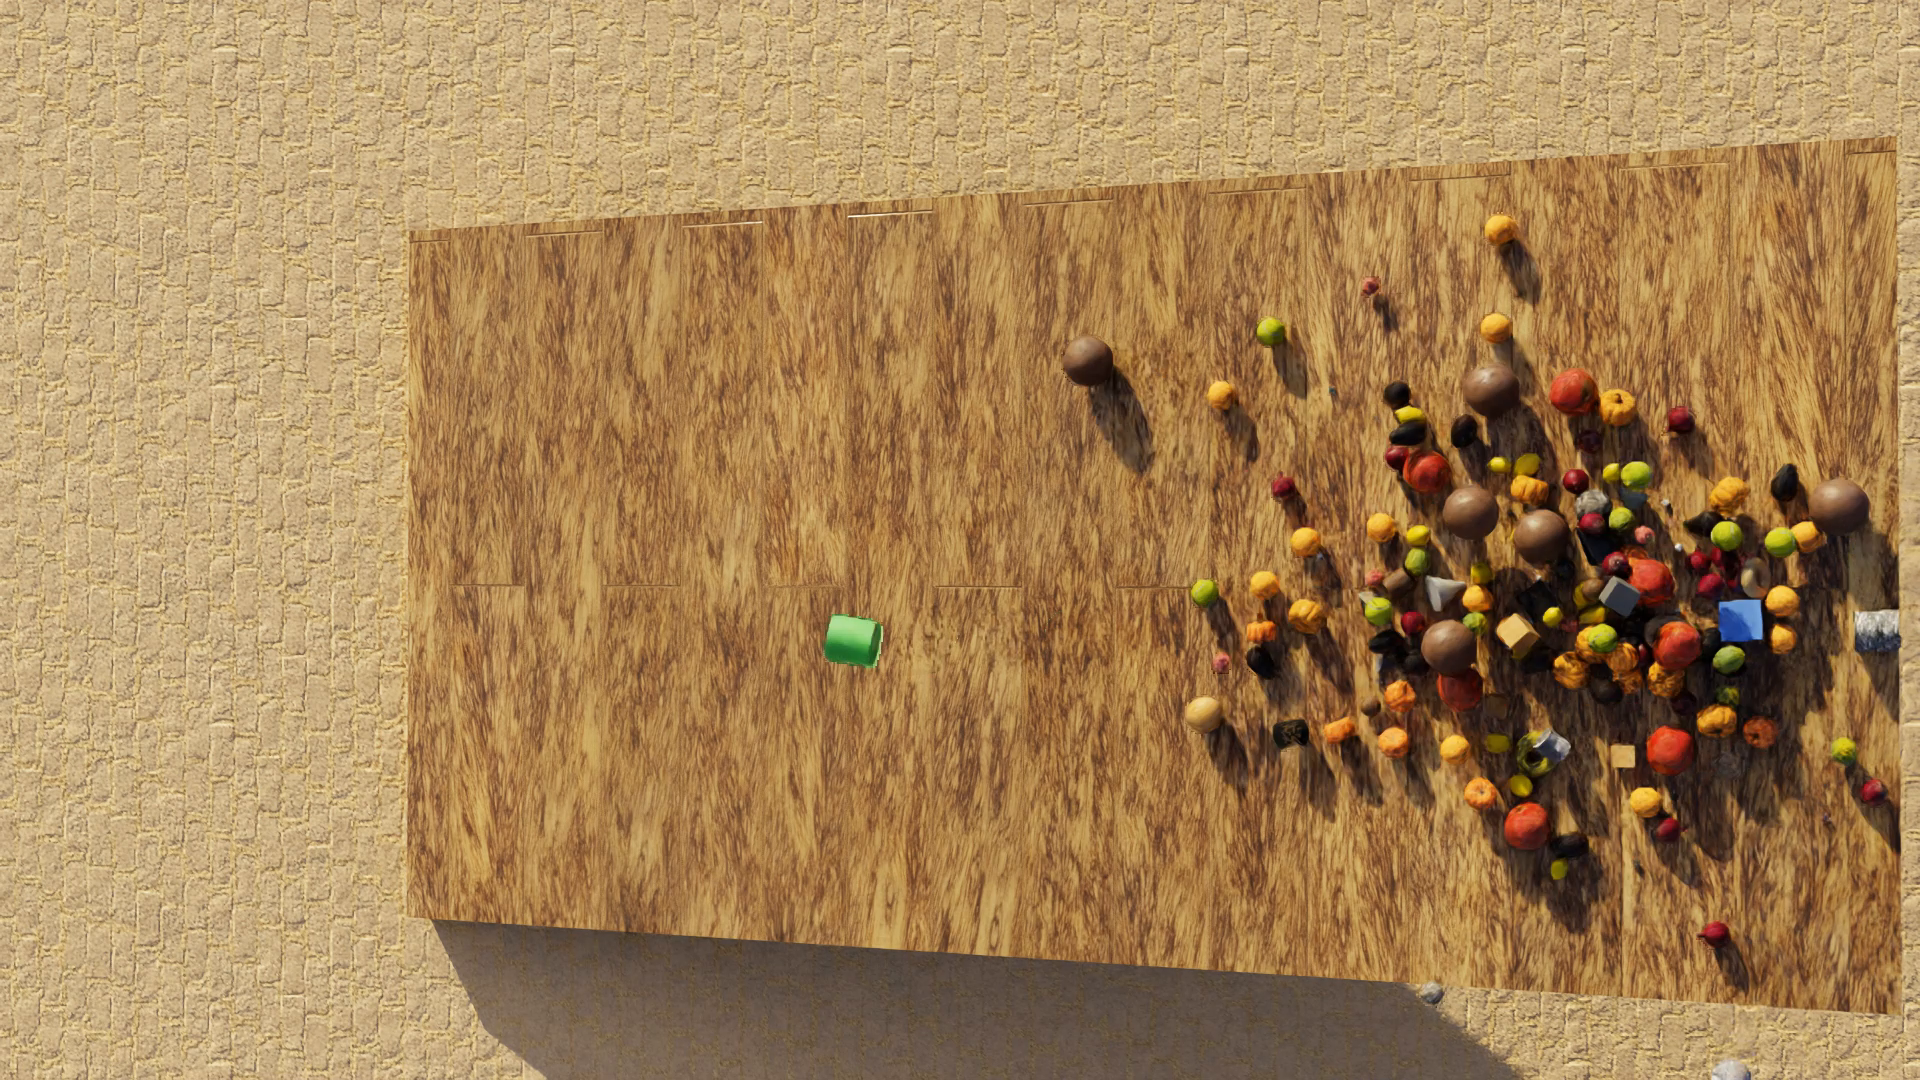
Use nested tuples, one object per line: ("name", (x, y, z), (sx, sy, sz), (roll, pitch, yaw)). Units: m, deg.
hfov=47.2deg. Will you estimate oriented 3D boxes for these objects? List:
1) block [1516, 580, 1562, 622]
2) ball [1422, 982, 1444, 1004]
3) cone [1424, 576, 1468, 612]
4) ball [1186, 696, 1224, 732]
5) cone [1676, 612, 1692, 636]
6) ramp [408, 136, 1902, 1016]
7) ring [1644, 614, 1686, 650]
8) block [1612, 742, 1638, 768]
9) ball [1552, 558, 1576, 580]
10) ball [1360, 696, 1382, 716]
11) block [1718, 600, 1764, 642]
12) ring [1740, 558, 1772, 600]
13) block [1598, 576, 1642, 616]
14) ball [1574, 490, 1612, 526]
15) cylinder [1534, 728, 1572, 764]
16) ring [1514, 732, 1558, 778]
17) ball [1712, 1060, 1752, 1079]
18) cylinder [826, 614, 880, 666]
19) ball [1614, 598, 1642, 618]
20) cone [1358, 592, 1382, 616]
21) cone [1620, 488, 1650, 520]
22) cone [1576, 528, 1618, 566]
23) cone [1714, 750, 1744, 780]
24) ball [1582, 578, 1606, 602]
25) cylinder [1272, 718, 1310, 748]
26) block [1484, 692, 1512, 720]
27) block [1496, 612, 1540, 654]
("block", (1.382, 0.145, 5.247), (0.073, 0.073, 0.073), (-39, 77, 16))
("ball", (1.147, 1.099, 5.333), (0.054, 0.054, 0.054), (0, 89, 0))
("cone", (1.189, 0.118, 5.336), (0.092, 0.092, 0.092), (-17, 89, -7))
("ball", (0.615, 0.438, 5.522), (0.091, 0.091, 0.091), (0, 89, 0))
("cone", (1.698, 0.206, 5.152), (0.054, 0.054, 0.054), (44, 89, -7))
("ramp", (0.281, 0.089, 5.753), (4.000, 0.100, 2.000), (0, 89, 21))
("ring", (1.643, 0.216, 5.126), (0.098, 0.033, 0.098), (3, 123, 5))
("block", (1.566, 0.507, 5.183), (0.052, 0.052, 0.052), (-5, 88, 22))
("ball", (1.436, 0.069, 5.221), (0.054, 0.054, 0.054), (0, 89, 0))
("ball", (1.008, 0.408, 5.395), (0.051, 0.051, 0.051), (0, 89, 0))
("block", (1.803, 0.186, 5.078), (0.092, 0.092, 0.092), (-4, 88, 20))
("ring", (1.837, 0.089, 5.073), (0.099, 0.033, 0.099), (4, 84, -39))
("block", (1.513, 0.128, 5.040), (0.062, 0.062, 0.062), (29, 106, -1))
("ball", (1.497, -0.075, 5.198), (0.088, 0.088, 0.088), (0, 89, 0))
("cylinder", (1.402, 0.487, 5.201), (0.061, 0.061, 0.061), (38, 89, -2))
("ring", (1.381, 0.514, 5.262), (0.109, 0.036, 0.109), (1, 92, 22))
("ball", (1.788, 1.249, 5.097), (0.089, 0.089, 0.089), (0, 89, 0))
("cylinder", (-0.227, 0.213, 4.665), (0.095, 0.095, 0.095), (9, 89, 10))
("ball", (1.568, 0.146, 5.178), (0.072, 0.072, 0.072), (0, 89, 0))
("cone", (1.003, 0.166, 5.414), (0.057, 0.057, 0.057), (12, 122, 0))
("cone", (1.577, -0.077, 5.173), (0.074, 0.074, 0.074), (17, 92, 0))
("cone", (1.483, -0.003, 5.183), (0.092, 0.092, 0.092), (37, 89, -13))
("cone", (1.780, 0.524, 5.096), (0.066, 0.066, 0.066), (0, 89, 21))
("ball", (1.479, 0.117, 5.125), (0.058, 0.058, 0.058), (0, 89, 0))
("cylinder", (0.818, 0.478, 5.435), (0.065, 0.065, 0.065), (-9, 89, -22))
("block", (1.294, 0.398, 5.285), (0.050, 0.050, 0.050), (14, 103, 21))
("block", (1.316, 0.220, 5.186), (0.060, 0.060, 0.060), (-46, 49, 19))
